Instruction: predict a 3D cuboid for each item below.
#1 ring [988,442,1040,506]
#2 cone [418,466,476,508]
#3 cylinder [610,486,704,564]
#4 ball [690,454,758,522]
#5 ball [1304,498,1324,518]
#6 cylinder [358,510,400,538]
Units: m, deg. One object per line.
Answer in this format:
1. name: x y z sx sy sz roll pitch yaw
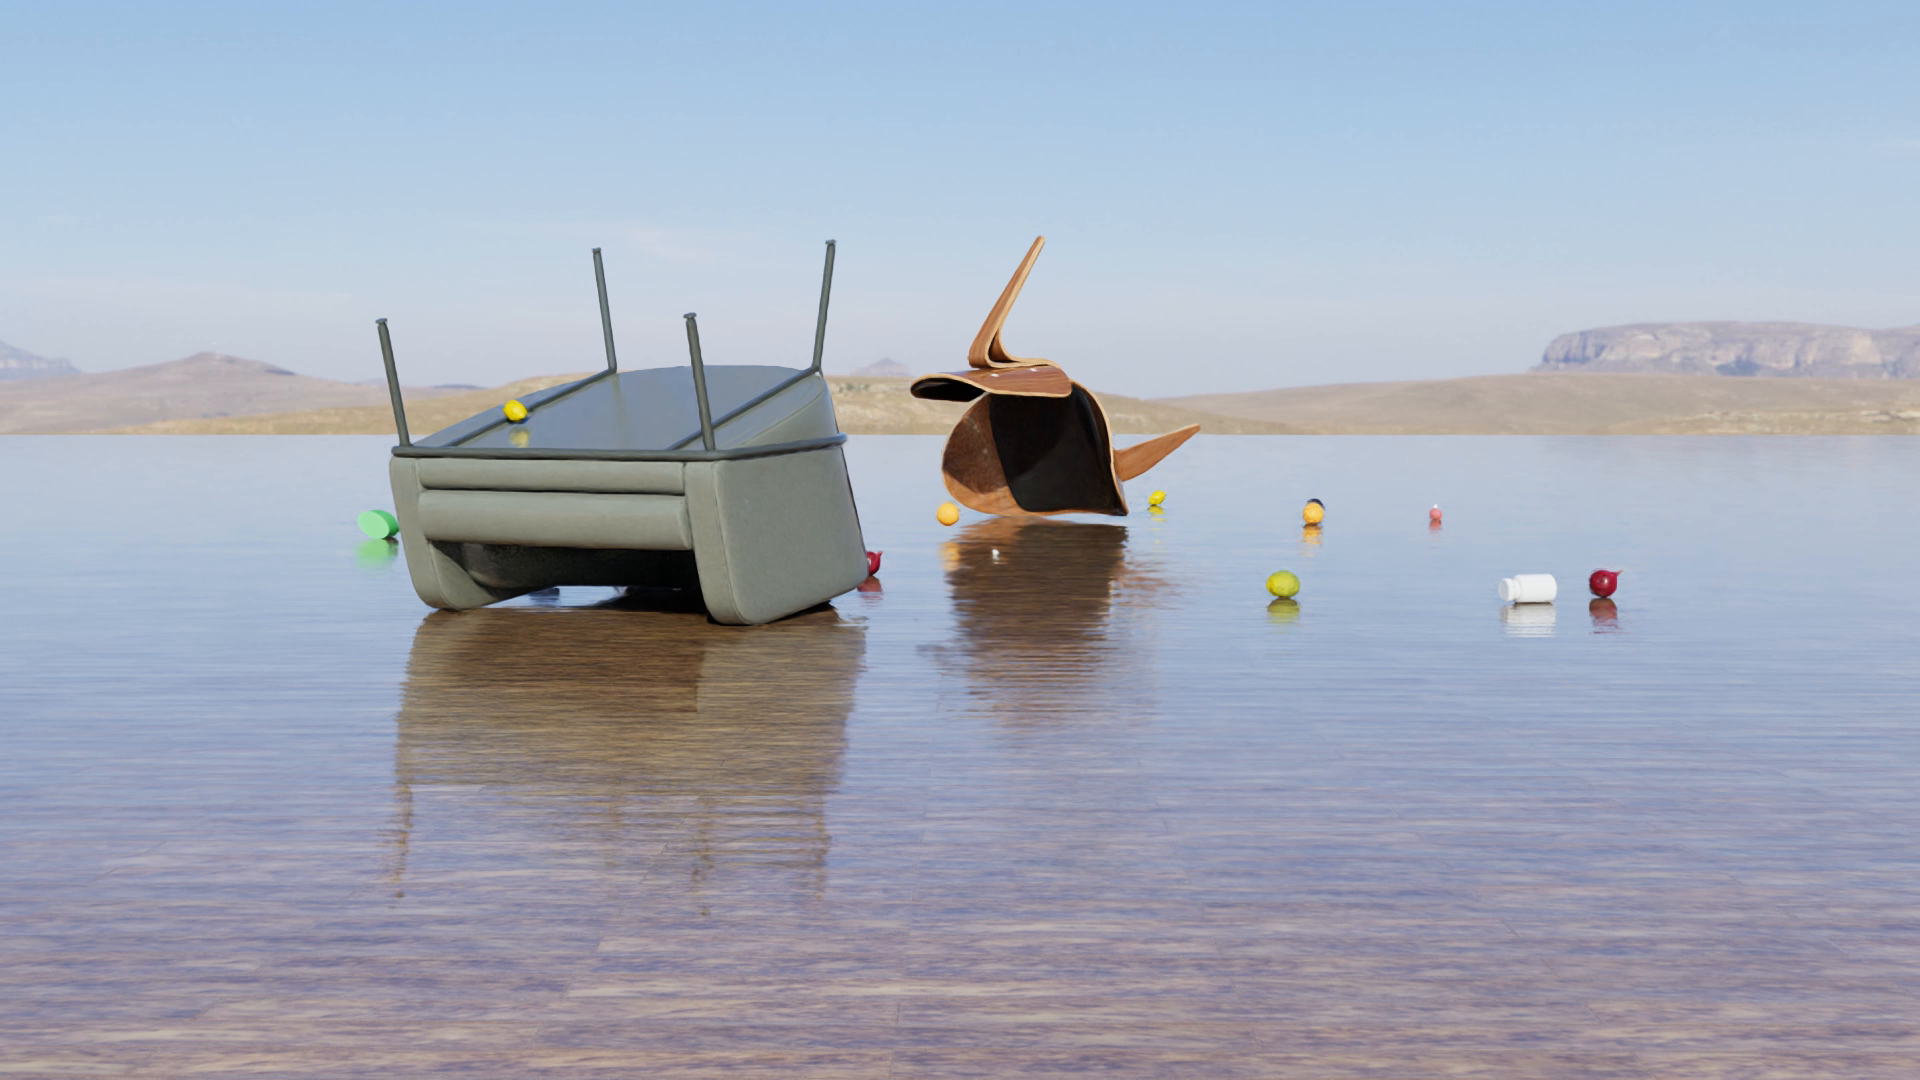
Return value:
1. ring: 0.209 -0.256 8.480 0.250 0.256 0.051 -29 -24 30
2. cone: -1.935 -0.165 8.387 0.209 0.182 0.151 22 -43 -6
3. cylinder: -0.779 -0.039 5.639 0.198 0.155 0.201 -15 -4 -17
4. ball: -0.794 -0.173 7.388 0.230 0.230 0.230 0 4 0
5. ball: 1.234 -0.111 7.657 0.069 0.069 0.069 0 4 0
6. cylinder: -1.757 -0.048 6.644 0.105 0.072 0.087 34 6 4
